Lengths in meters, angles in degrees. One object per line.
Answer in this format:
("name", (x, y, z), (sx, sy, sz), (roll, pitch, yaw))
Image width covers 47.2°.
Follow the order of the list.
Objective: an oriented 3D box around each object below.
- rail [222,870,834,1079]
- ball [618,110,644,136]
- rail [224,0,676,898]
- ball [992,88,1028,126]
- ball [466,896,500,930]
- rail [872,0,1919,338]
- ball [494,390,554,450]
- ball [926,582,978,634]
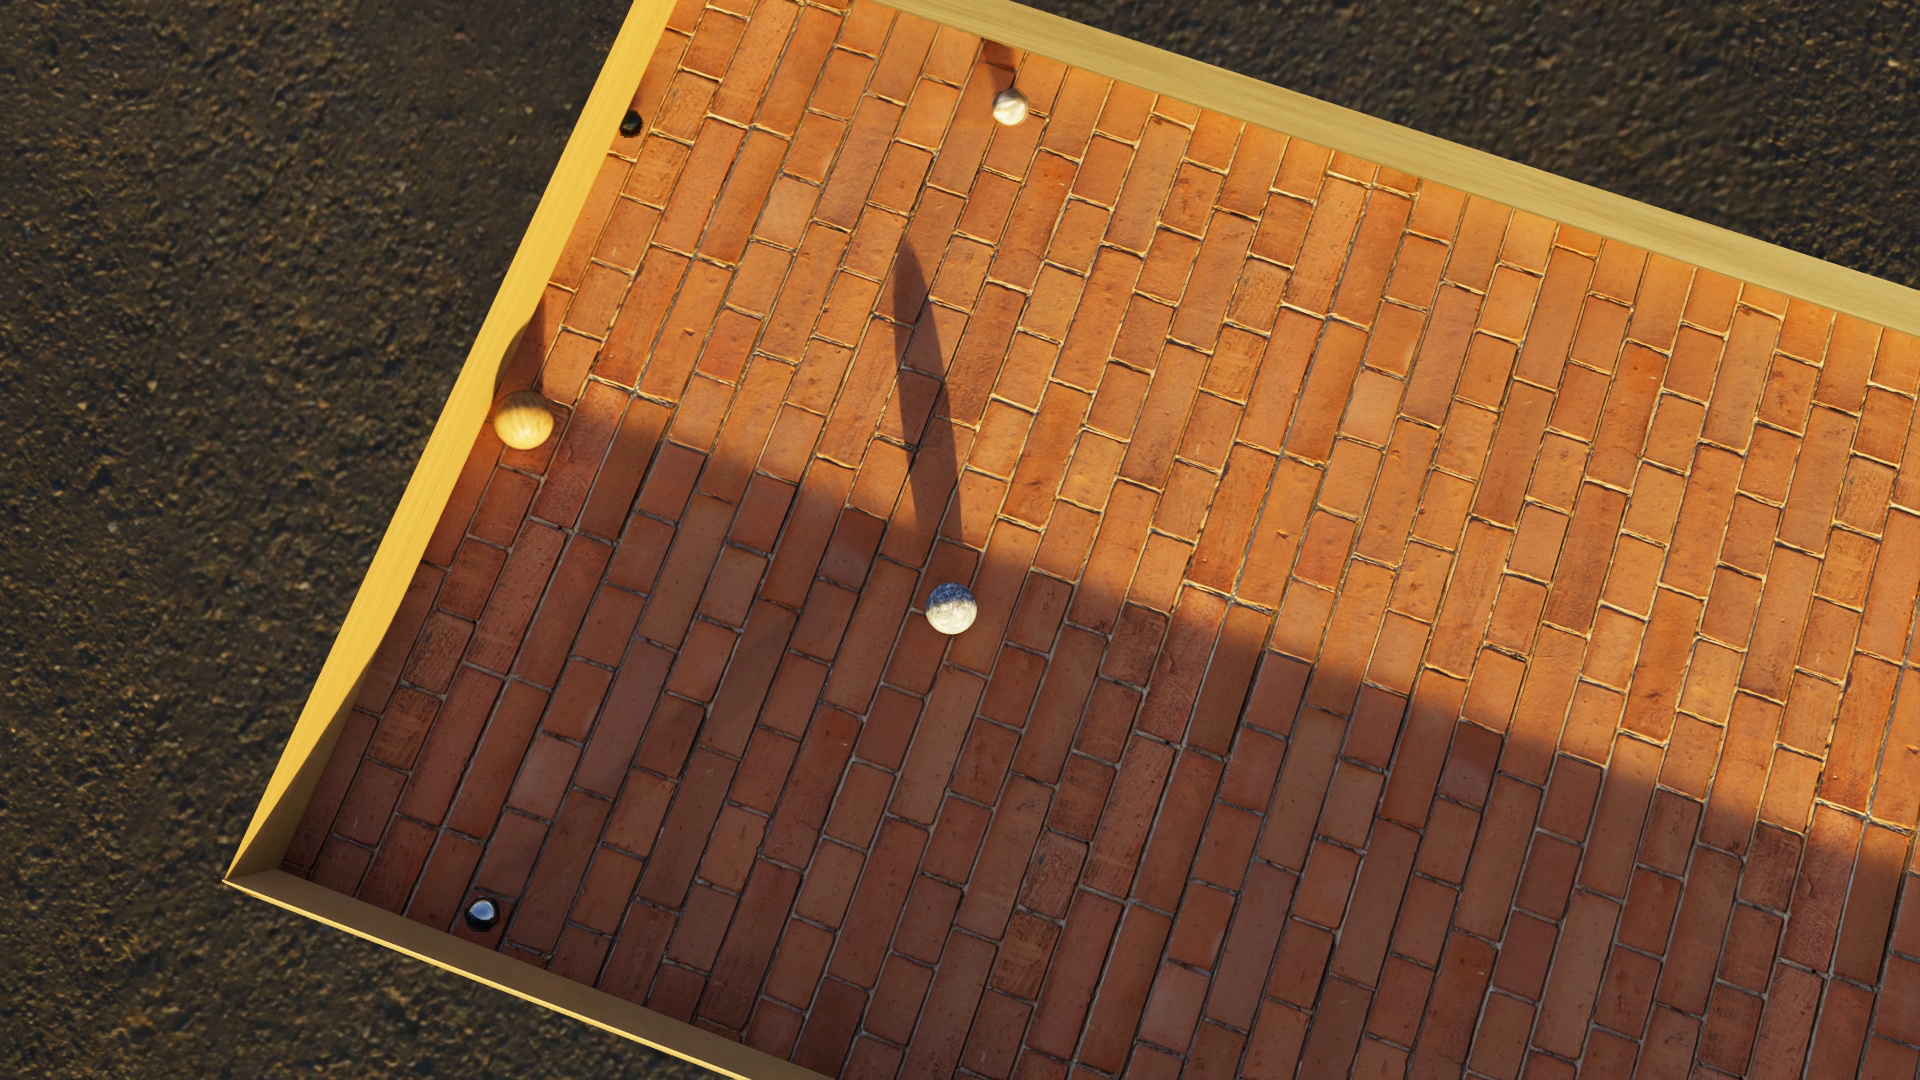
("rail", (0.469, 1.013, 3.044), (3.230, 0.121, 0.045), (19, 73, 6))
("ball", (-0.545, -0.688, 3.628), (0.044, 0.044, 0.044), (0, 72, 0))
("rail", (-0.736, -0.264, 3.451), (0.045, 0.121, 1.741), (19, 73, 6))
("ball", (0.081, -0.715, 3.629), (0.059, 0.059, 0.059), (0, 72, 0))
("ball", (-0.700, 0.549, 3.230), (0.050, 0.050, 0.050), (0, 72, 0))
("rail", (1.049, -0.503, 3.527), (3.230, 0.121, 0.045), (19, 73, 6))
("ball", (-0.683, -0.188, 3.443), (0.093, 0.093, 0.093), (0, 72, 0))
("ball", (-0.013, 0.104, 3.356), (0.080, 0.080, 0.080), (0, 72, 0))
